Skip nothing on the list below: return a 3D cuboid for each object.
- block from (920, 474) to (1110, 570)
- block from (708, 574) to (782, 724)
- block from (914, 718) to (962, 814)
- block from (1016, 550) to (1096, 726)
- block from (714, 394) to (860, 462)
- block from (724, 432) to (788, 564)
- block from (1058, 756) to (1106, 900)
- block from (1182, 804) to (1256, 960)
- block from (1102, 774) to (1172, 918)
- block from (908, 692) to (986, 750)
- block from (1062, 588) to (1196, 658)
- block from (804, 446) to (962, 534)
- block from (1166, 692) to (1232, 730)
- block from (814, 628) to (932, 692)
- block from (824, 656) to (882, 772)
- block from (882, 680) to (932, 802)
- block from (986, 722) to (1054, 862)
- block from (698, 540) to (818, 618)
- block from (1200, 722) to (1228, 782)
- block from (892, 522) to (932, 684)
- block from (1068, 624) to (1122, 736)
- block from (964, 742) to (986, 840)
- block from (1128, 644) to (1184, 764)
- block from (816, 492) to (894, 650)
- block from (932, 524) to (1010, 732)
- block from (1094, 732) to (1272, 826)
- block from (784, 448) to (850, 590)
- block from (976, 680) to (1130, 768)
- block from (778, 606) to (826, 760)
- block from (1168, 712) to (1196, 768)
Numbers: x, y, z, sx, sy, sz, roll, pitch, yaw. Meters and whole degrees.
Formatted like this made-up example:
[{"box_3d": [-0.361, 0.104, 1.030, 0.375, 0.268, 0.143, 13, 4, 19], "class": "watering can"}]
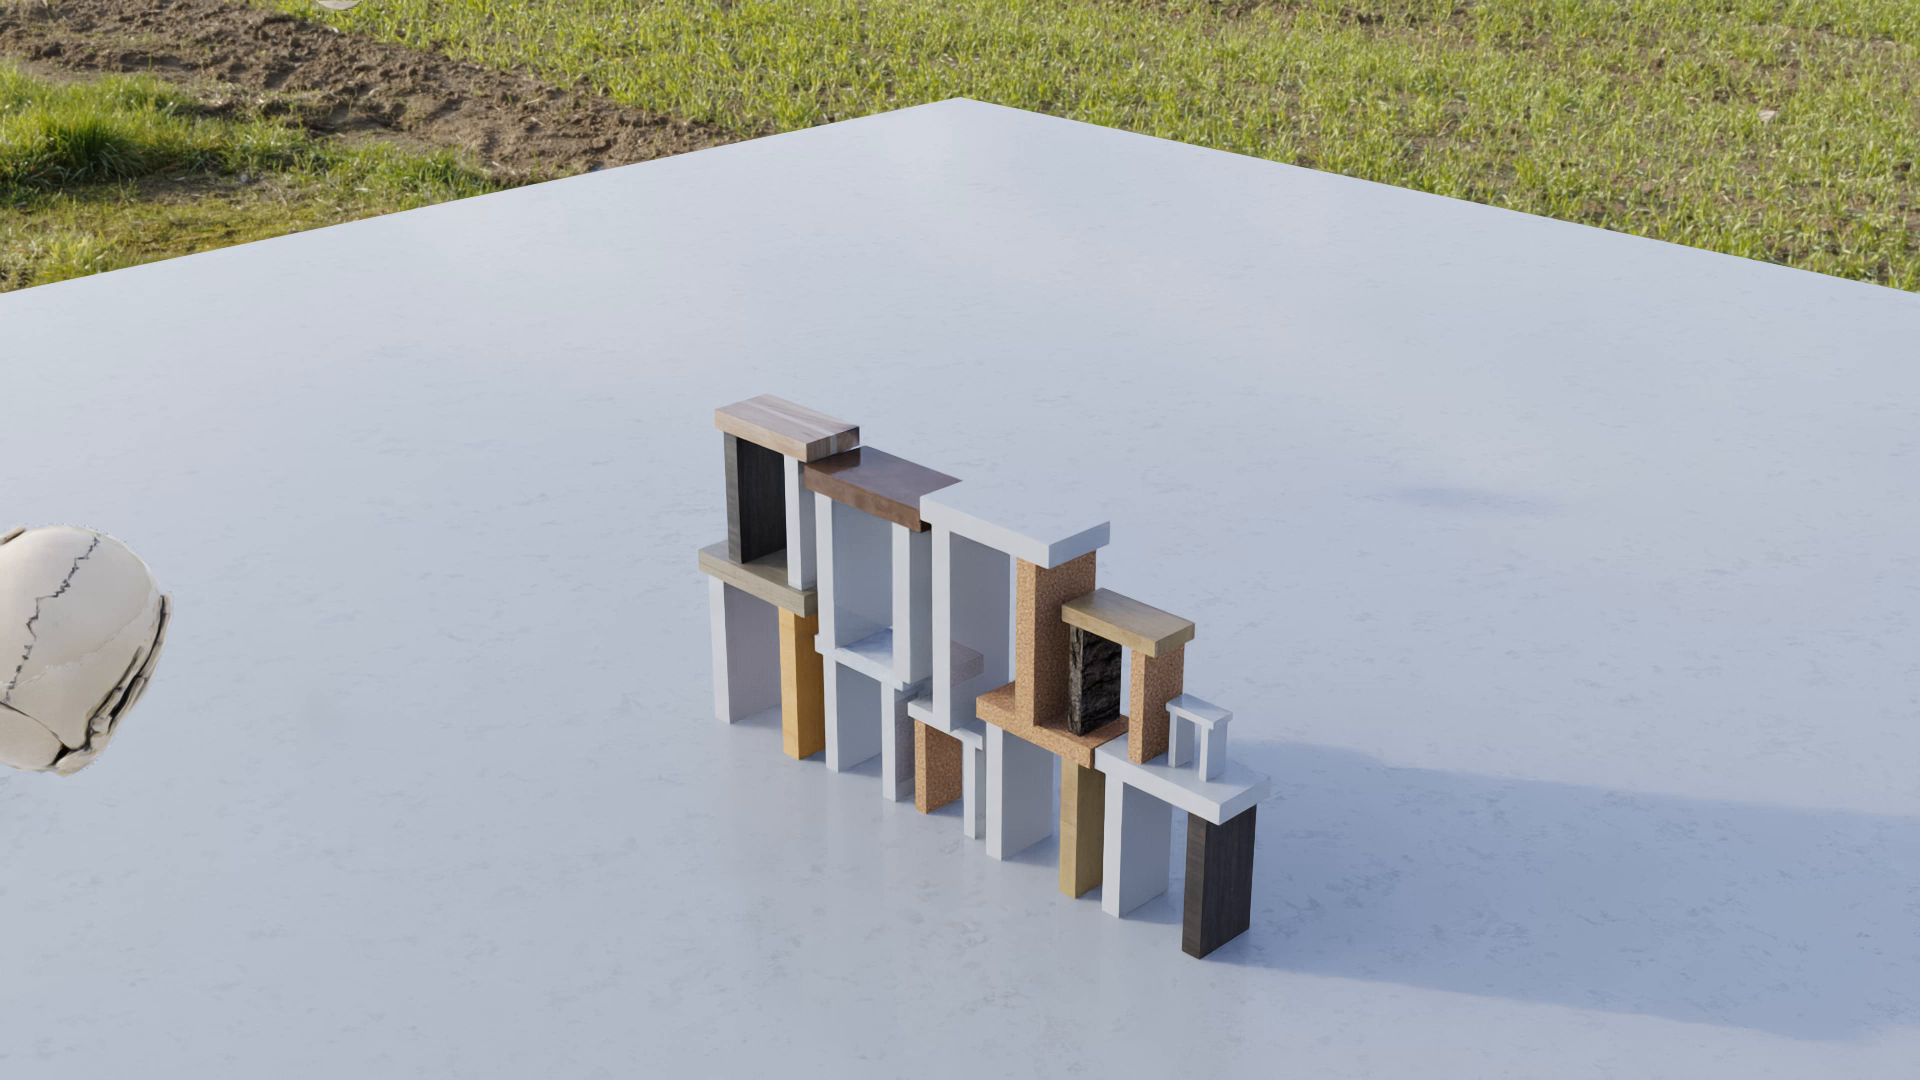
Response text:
[{"box_3d": [0.100, -0.037, 4.094, 0.330, 0.047, 0.165, 21, 31, 41], "class": "block"}, {"box_3d": [-0.460, 0.215, 4.815, 0.049, 0.343, 0.171, 21, 31, 41], "class": "block"}, {"box_3d": [-0.043, 0.442, 4.454, 0.104, 0.208, 0.029, -21, 31, -41], "class": "block"}, {"box_3d": [0.178, 0.167, 4.095, 0.047, 0.330, 0.165, 21, 31, 41], "class": "block"}, {"box_3d": [-0.357, -0.232, 4.515, 0.144, 0.041, 0.288, -21, 31, -41], "class": "block"}, {"box_3d": [-0.424, -0.107, 4.642, 0.041, 0.288, 0.144, 21, 31, 41], "class": "block"}, {"box_3d": [0.254, 0.520, 4.164, 0.041, 0.291, 0.145, 21, 31, 41], "class": "block"}, {"box_3d": [0.469, 0.599, 3.977, 0.041, 0.291, 0.145, 21, 31, 41], "class": "block"}, {"box_3d": [0.332, 0.546, 4.103, 0.041, 0.291, 0.145, 21, 31, 41], "class": "block"}, {"box_3d": [0.006, 0.351, 4.363, 0.208, 0.029, 0.104, 21, 31, 41], "class": "block"}, {"box_3d": [0.302, 0.147, 3.960, 0.221, 0.031, 0.110, 21, 31, 40], "class": "block"}, {"box_3d": [-0.134, -0.103, 4.328, 0.332, 0.047, 0.166, 21, 31, 41], "class": "block"}, {"box_3d": [0.424, 0.304, 3.899, 0.108, 0.015, 0.054, 21, 31, 41], "class": "block"}, {"box_3d": [-0.161, 0.231, 4.499, 0.262, 0.037, 0.131, 21, 31, 41], "class": "block"}, {"box_3d": [-0.222, 0.344, 4.614, 0.131, 0.262, 0.037, -21, 31, -41], "class": "block"}, {"box_3d": [-0.099, 0.392, 4.501, 0.037, 0.262, 0.131, 21, 31, 41], "class": "block"}, {"box_3d": [0.117, 0.466, 4.290, 0.041, 0.291, 0.145, 21, 31, 41], "class": "block"}, {"box_3d": [-0.379, 0.067, 4.664, 0.343, 0.049, 0.171, 21, 31, 41], "class": "block"}, {"box_3d": [0.450, 0.370, 3.900, 0.015, 0.108, 0.054, 21, 31, 41], "class": "block"}, {"box_3d": [-0.056, 0.102, 4.330, 0.047, 0.332, 0.166, 22, 31, 40], "class": "block"}, {"box_3d": [0.250, 0.243, 4.057, 0.031, 0.220, 0.110, 21, 31, 41], "class": "block"}, {"box_3d": [0.055, 0.480, 4.364, 0.029, 0.208, 0.104, 21, 31, 41], "class": "block"}, {"box_3d": [0.354, 0.283, 3.962, 0.110, 0.221, 0.031, -21, 31, -41], "class": "block"}, {"box_3d": [-0.213, 0.041, 4.474, 0.047, 0.332, 0.166, 21, 31, 41], "class": "block"}, {"box_3d": [0.022, 0.149, 4.257, 0.047, 0.425, 0.165, 21, 31, 41], "class": "block"}, {"box_3d": [0.401, 0.420, 3.975, 0.291, 0.041, 0.145, 21, 31, 41], "class": "block"}, {"box_3d": [-0.289, -0.054, 4.517, 0.041, 0.288, 0.144, 21, 31, 41], "class": "block"}, {"box_3d": [0.186, 0.340, 4.162, 0.291, 0.041, 0.145, 21, 31, 41], "class": "block"}, {"box_3d": [-0.298, 0.278, 4.666, 0.049, 0.343, 0.171, 21, 31, 41], "class": "block"}, {"box_3d": [0.399, 0.350, 3.947, 0.015, 0.108, 0.054, 21, 31, 41], "class": "block"}]
